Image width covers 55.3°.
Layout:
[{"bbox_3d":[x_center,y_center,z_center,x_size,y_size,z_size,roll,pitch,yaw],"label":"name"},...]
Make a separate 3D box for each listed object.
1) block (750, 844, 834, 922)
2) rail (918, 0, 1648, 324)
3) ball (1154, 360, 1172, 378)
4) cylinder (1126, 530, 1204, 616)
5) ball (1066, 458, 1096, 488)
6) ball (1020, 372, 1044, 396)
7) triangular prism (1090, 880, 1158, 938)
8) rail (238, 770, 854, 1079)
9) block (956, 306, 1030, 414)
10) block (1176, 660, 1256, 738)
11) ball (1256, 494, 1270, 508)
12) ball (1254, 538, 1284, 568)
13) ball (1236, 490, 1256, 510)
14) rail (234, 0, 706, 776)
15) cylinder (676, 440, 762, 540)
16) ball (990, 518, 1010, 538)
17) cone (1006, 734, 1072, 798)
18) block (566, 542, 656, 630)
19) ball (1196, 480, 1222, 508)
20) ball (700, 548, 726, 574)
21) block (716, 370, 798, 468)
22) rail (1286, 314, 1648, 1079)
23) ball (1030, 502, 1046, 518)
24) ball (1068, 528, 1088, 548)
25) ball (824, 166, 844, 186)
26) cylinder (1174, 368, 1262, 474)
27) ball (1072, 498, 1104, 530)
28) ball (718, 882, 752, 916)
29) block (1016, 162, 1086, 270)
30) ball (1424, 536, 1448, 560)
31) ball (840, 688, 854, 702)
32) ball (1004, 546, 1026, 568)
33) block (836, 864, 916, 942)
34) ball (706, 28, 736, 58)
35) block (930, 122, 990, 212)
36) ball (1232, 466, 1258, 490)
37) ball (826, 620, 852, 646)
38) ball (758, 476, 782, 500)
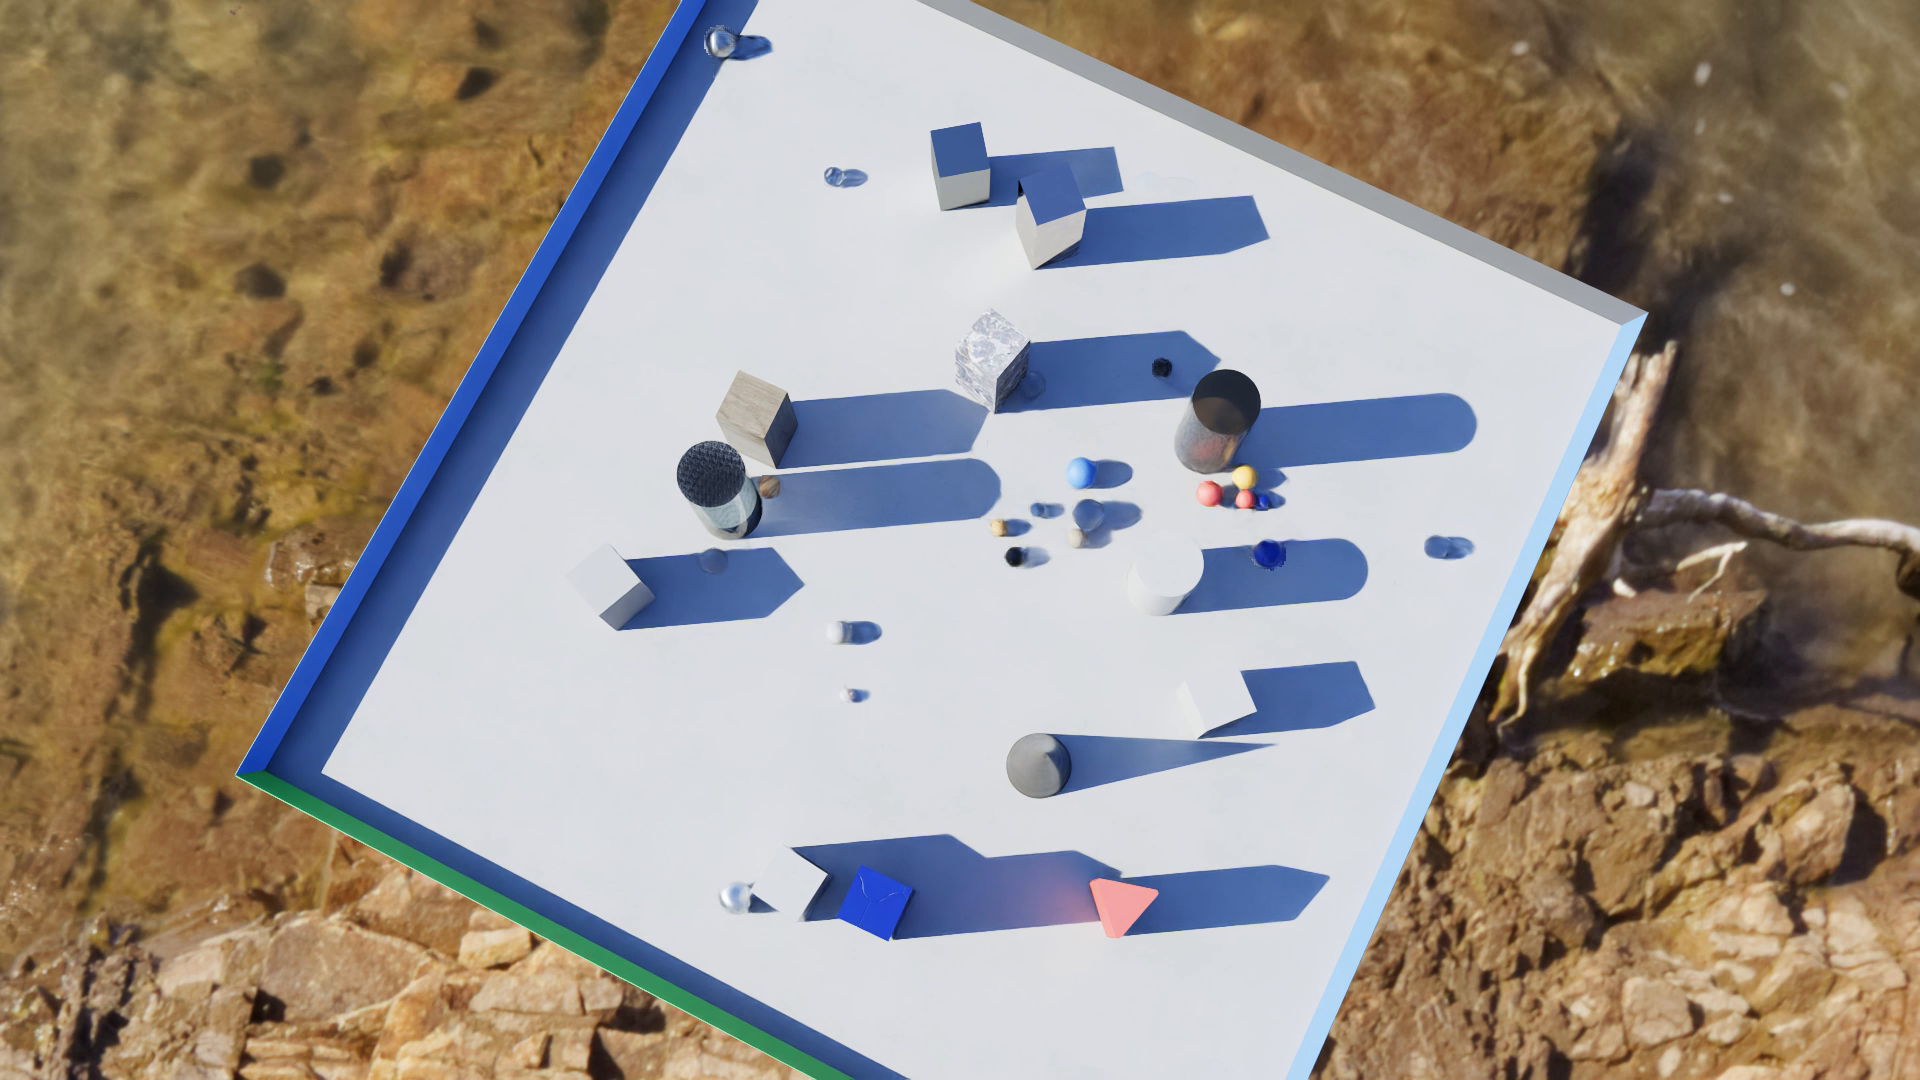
[{"bbox_3d":[-0.479,0.987,5.262,0.157,0.293,0.157,32,80,6],"label":"block"},{"bbox_3d":[0.696,-1.356,5.831,3.154,0.127,0.045,26,80,5],"label":"rail"},{"bbox_3d":[0.633,-0.534,5.698,0.058,0.058,0.058,0,78,0],"label":"ball"},{"bbox_3d":[0.601,0.101,5.420,0.196,0.343,0.196,0,78,0],"label":"cylinder"},{"bbox_3d":[0.371,-0.205,5.610,0.096,0.096,0.096,0,78,0],"label":"ball"},{"bbox_3d":[0.226,-0.481,5.678,0.075,0.075,0.075,0,78,0],"label":"ball"},{"bbox_3d":[0.436,1.022,5.231,0.147,0.340,0.170,41,81,8],"label":"triangular prism"},{"bbox_3d":[-0.696,1.370,5.267,3.154,0.127,0.045,26,80,5],"label":"rail"},{"bbox_3d":[0.097,-0.538,5.533,0.157,0.382,0.157,39,81,7],"label":"block"},{"bbox_3d":[0.750,0.473,5.391,0.157,0.251,0.157,-21,79,-4],"label":"block"},{"bbox_3d":[0.926,-0.118,5.617,0.046,0.046,0.046,0,78,0],"label":"ball"},{"bbox_3d":[0.937,0.040,5.562,0.090,0.090,0.090,0,78,0],"label":"ball"},{"bbox_3d":[0.873,-0.124,5.602,0.061,0.061,0.061,0,78,0],"label":"ball"},{"bbox_3d":[-1.389,-0.673,5.690,0.045,0.127,3.160,26,80,5],"label":"rail"},{"bbox_3d":[-0.705,-0.141,5.412,0.196,0.458,0.196,0,78,0],"label":"cylinder"},{"bbox_3d":[0.121,-0.038,5.595,0.058,0.058,0.058,0,78,0],"label":"ball"},{"bbox_3d":[0.236,0.629,5.255,0.196,0.452,0.196,0,78,0],"label":"cone"},{"bbox_3d":[-1.034,0.140,5.443,0.157,0.283,0.157,-40,81,-8],"label":"block"},{"bbox_3d":[0.759,-0.140,5.583,0.082,0.082,0.082,0,78,0],"label":"ball"},{"bbox_3d":[-0.748,0.062,5.563,0.080,0.080,0.080,0,78,0],"label":"ball"},{"bbox_3d":[-0.606,-0.357,5.500,0.157,0.372,0.157,24,79,5],"label":"block"},{"bbox_3d":[1.389,0.687,5.408,0.045,0.127,3.160,26,80,5],"label":"rail"},{"bbox_3d":[0.238,-0.092,5.610,0.050,0.050,0.050,0,78,0],"label":"ball"},{"bbox_3d":[0.359,-0.005,5.585,0.064,0.064,0.064,0,78,0],"label":"ball"},{"bbox_3d":[-0.402,-1.156,5.824,0.063,0.063,0.063,0,78,0],"label":"ball"},{"bbox_3d":[0.760,-0.346,5.450,0.196,0.467,0.196,0,78,0],"label":"cylinder"},{"bbox_3d":[0.392,-0.078,5.583,0.098,0.098,0.098,0,78,0],"label":"ball"},{"bbox_3d":[-0.656,1.045,5.350,0.098,0.098,0.098,0,78,0],"label":"ball"},{"bbox_3d":[0.275,-0.988,5.627,0.157,0.380,0.157,-19,79,-4],"label":"block"},{"bbox_3d":[1.448,0.022,5.574,0.075,0.075,0.075,0,78,0],"label":"ball"},{"bbox_3d":[-0.338,0.467,5.499,0.042,0.042,0.042,0,78,0],"label":"ball"},{"bbox_3d":[0.169,0.051,5.573,0.066,0.066,0.066,0,78,0],"label":"ball"},{"bbox_3d":[-0.234,1.033,5.208,0.157,0.382,0.157,24,79,5],"label":"block"},{"bbox_3d":[-0.770,-1.601,5.900,0.093,0.093,0.093,0,78,0],"label":"ball"},{"bbox_3d":[0.000,-1.163,5.719,0.157,0.270,0.157,-11,79,-2],"label":"block"},{"bbox_3d":[0.874,-0.191,5.617,0.077,0.077,0.077,0,78,0],"label":"ball"},{"bbox_3d":[-0.365,0.279,5.520,0.076,0.076,0.076,0,78,0],"label":"ball"},{"bbox_3d":[-0.584,-0.160,5.614,0.071,0.071,0.071,0,78,0],"label":"ball"}]
